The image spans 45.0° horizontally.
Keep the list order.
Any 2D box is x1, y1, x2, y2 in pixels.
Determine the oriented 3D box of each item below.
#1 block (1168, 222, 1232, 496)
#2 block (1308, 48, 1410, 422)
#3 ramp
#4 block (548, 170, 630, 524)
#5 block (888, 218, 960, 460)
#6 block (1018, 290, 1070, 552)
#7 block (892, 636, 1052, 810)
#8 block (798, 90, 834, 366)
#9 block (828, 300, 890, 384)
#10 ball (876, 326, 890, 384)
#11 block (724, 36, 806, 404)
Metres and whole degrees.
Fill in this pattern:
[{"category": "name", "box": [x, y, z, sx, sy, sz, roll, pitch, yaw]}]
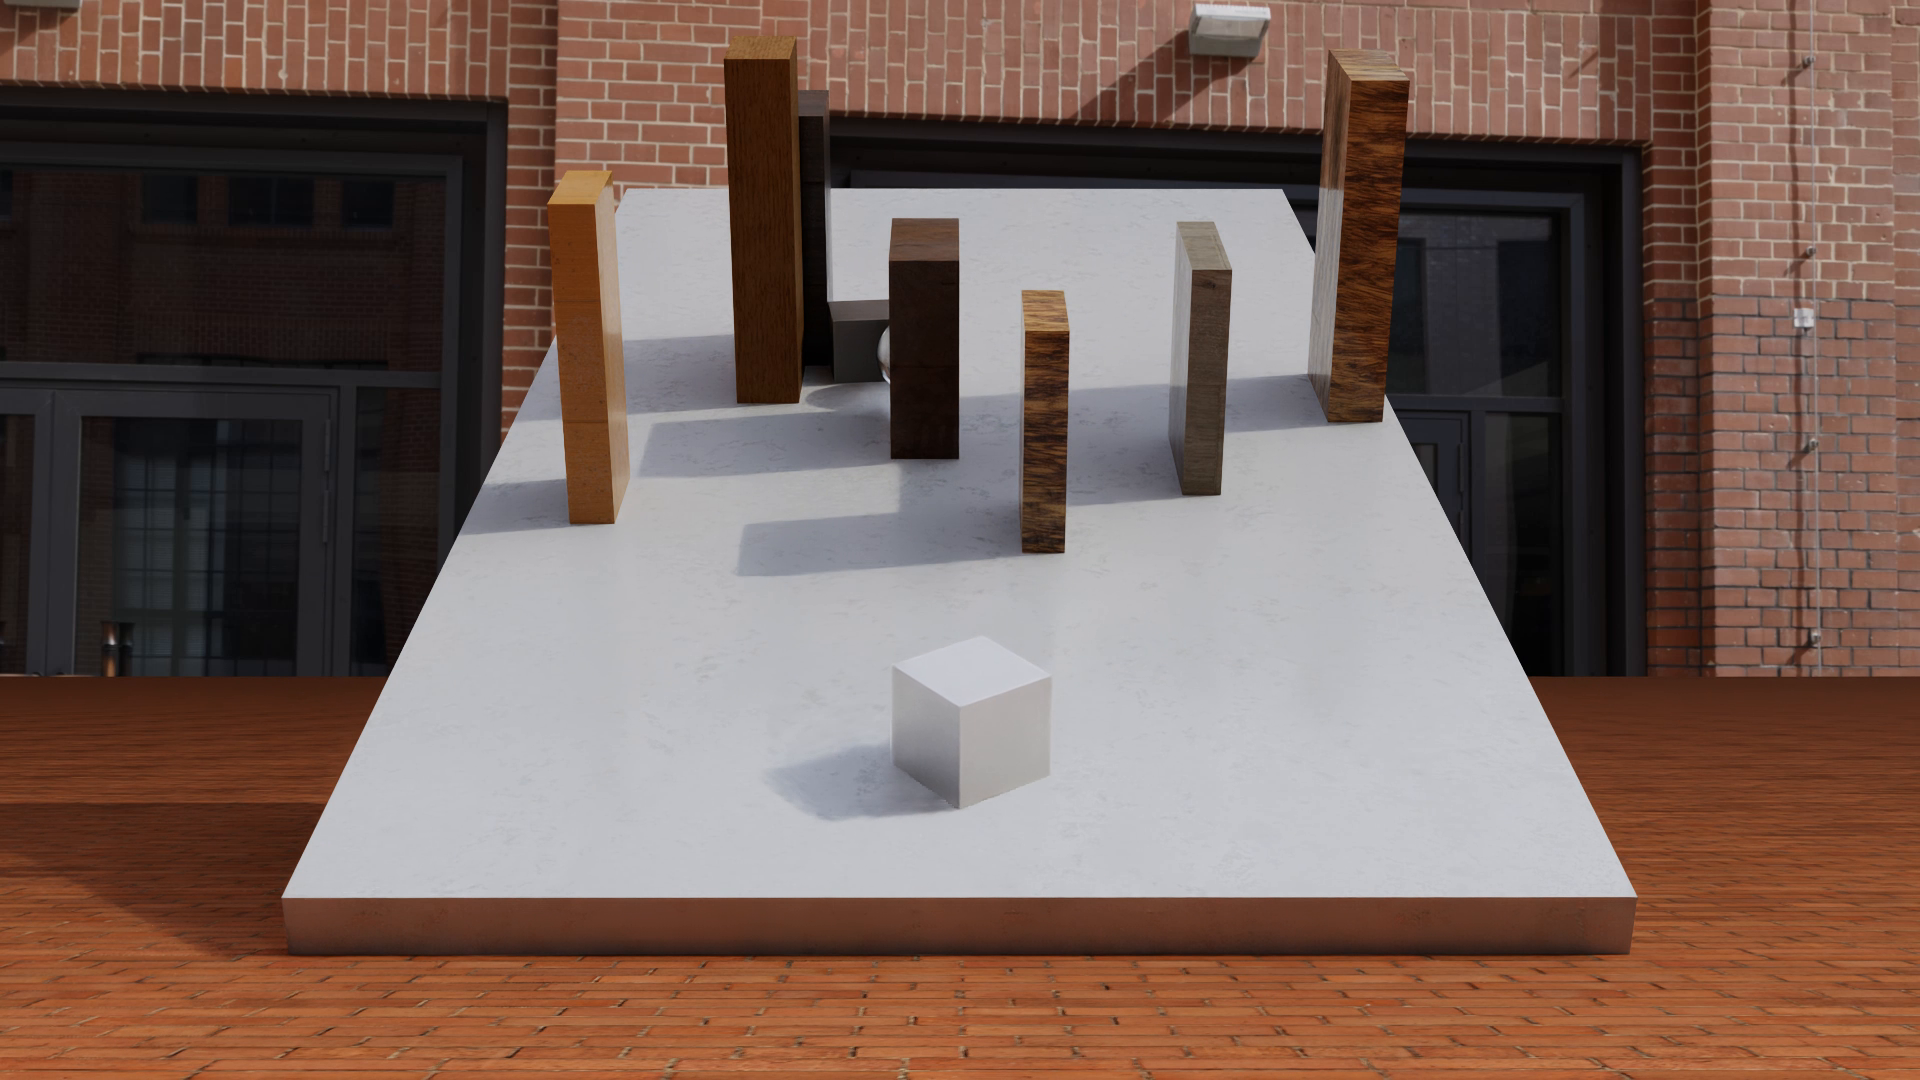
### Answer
[{"category": "block", "box": [0.505, -0.388, 4.910, 0.080, 0.489, 0.352, 0, 24, 0]}, {"category": "block", "box": [0.893, -0.687, 5.238, 0.124, 0.775, 0.327, 0, 24, 0]}, {"category": "ramp", "box": [-0.008, -0.227, 5.274, 2.000, 0.100, 4.000, 0, 24, 0]}, {"category": "block", "box": [-0.745, -0.388, 4.683, 0.091, 0.664, 0.252, 0, 24, 0]}, {"category": "block", "box": [-0.076, -0.445, 5.090, 0.148, 0.446, 0.326, 0, 24, 0]}, {"category": "block", "box": [0.164, -0.236, 4.596, 0.084, 0.459, 0.255, 0, 24, 0]}, {"category": "block", "box": [0.018, 0.291, 3.734, 0.182, 0.182, 0.182, -17, 29, -33]}, {"category": "block", "box": [-0.361, -0.753, 5.592, 0.090, 0.607, 0.271, 0, 24, 0]}, {"category": "block", "box": [-0.230, -0.474, 5.521, 0.153, 0.153, 0.153, -3, 24, -7]}, {"category": "ball", "box": [-0.101, -0.429, 5.377, 0.187, 0.187, 0.187, 0, -3, 0]}, {"category": "block", "box": [-0.443, -0.730, 5.306, 0.143, 0.794, 0.252, 0, 24, 0]}]
